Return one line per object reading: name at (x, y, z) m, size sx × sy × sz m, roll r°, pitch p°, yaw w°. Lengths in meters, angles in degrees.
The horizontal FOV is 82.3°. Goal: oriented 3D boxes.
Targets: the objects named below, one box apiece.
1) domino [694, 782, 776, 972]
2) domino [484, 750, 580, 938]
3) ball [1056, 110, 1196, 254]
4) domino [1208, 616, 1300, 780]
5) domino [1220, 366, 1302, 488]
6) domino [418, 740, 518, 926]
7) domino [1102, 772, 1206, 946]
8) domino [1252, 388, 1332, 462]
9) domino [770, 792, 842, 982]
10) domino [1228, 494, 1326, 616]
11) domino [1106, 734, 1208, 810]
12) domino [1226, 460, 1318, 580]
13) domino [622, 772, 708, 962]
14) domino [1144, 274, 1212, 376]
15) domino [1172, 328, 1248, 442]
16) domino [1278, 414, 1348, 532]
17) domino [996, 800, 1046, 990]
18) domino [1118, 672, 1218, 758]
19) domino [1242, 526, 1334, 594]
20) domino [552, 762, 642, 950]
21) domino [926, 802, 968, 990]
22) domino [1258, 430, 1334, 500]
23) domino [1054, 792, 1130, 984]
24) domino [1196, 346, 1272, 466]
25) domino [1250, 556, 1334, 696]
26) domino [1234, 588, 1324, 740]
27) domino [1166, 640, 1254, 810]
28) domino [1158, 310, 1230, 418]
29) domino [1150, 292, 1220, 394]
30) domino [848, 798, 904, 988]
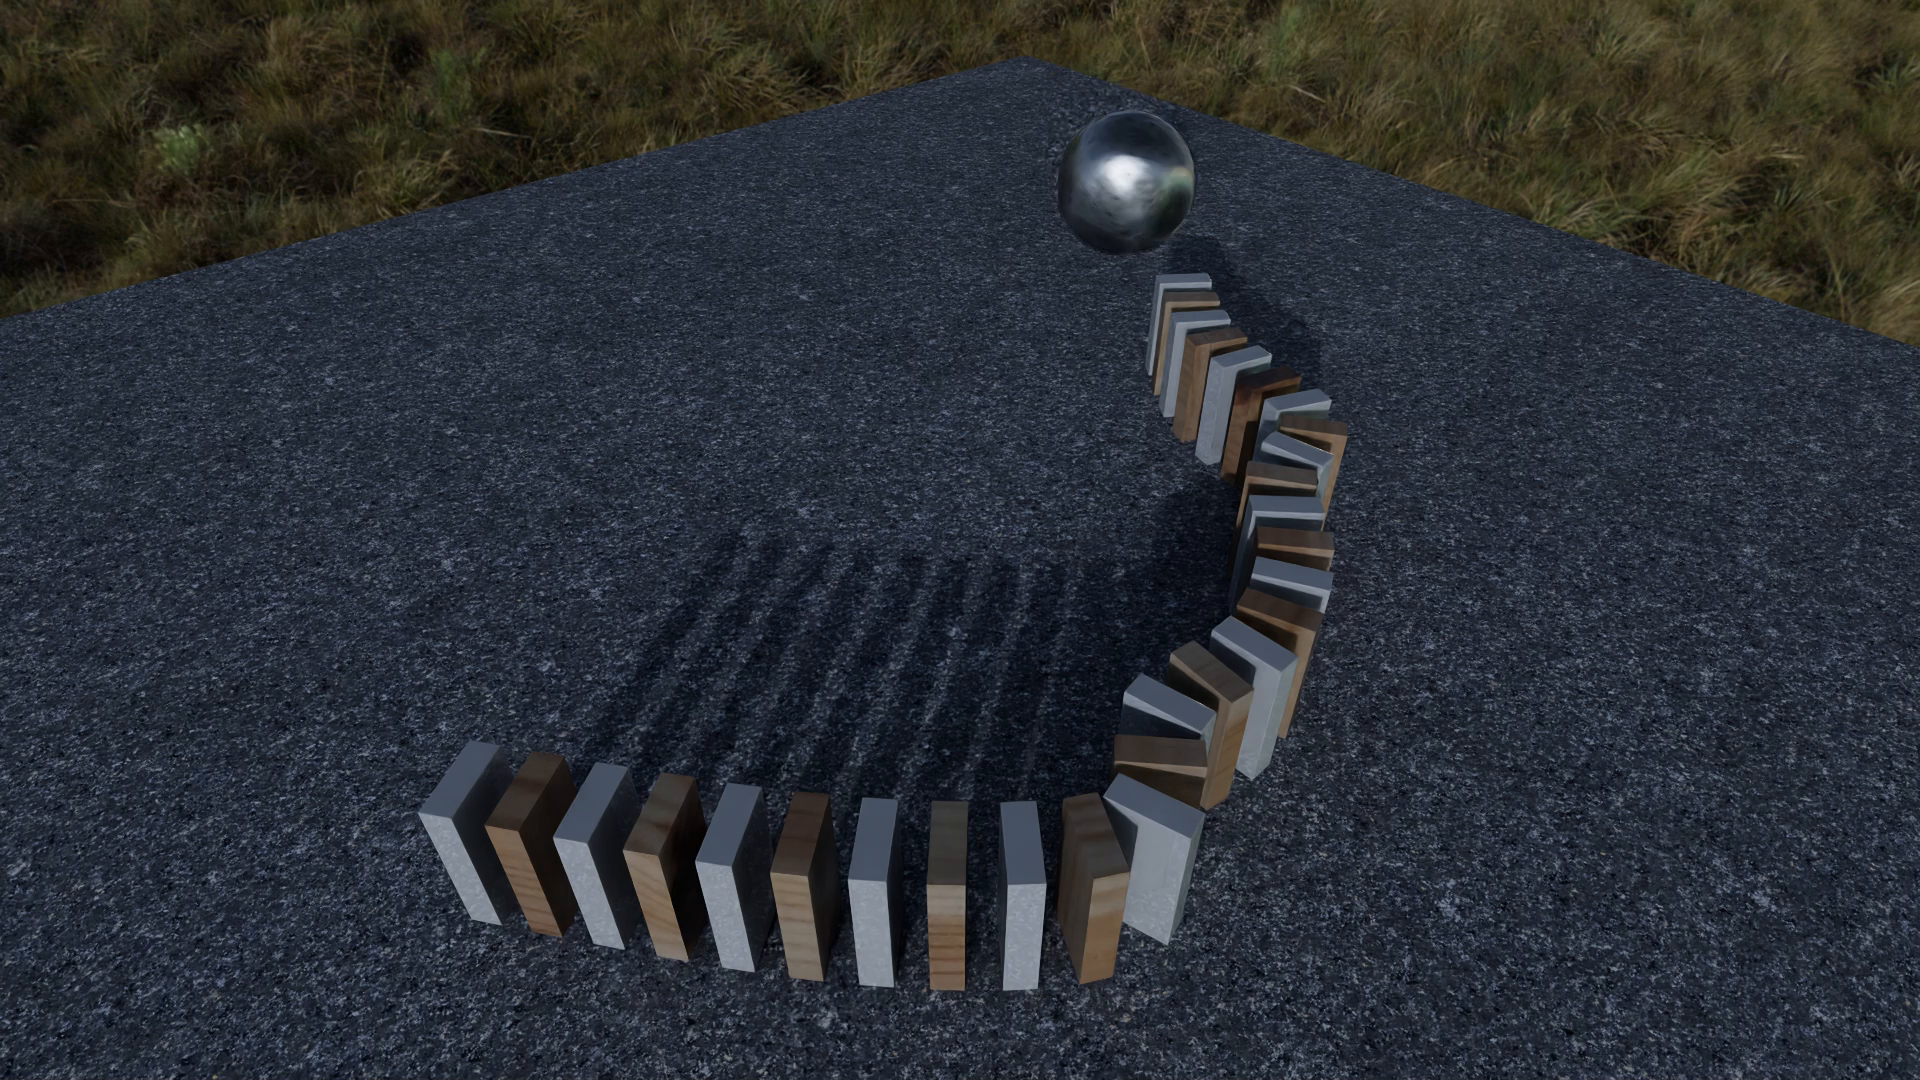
domino at (-0.059, 0.092, 0.299) m, size 0.009 × 0.050 × 0.025 m, roll 6°, pitch 40°, yaw 7°
domino at (-0.115, 0.085, 0.307) m, size 0.010 × 0.050 × 0.025 m, roll 7°, pitch 40°, yaw 9°
ball at (0.097, -0.208, 0.642) m, size 0.080 × 0.080 × 0.080 m, roll 0°, pitch 39°, yaw 0°
domino at (0.090, 0.051, 0.350) m, size 0.009 × 0.050 × 0.025 m, roll -31°, pitch 48°, yaw -32°
domino at (0.128, -0.048, 0.470) m, size 0.025 × 0.050 × 0.009 m, roll -17°, pitch 42°, yaw -20°
domino at (-0.134, 0.083, 0.310) m, size 0.009 × 0.050 × 0.025 m, roll 7°, pitch 40°, yaw 9°
domino at (0.051, 0.089, 0.303) m, size 0.025 × 0.050 × 0.009 m, roll 22°, pitch 44°, yaw 25°
domino at (0.136, -0.037, 0.457) m, size 0.025 × 0.050 × 0.009 m, roll -12°, pitch 41°, yaw -15°
domino at (-0.041, 0.094, 0.297) m, size 0.010 × 0.050 × 0.025 m, roll 5°, pitch 40°, yaw 6°
domino at (0.115, 0.007, 0.403) m, size 0.025 × 0.050 × 0.010 m, roll 2°, pitch 39°, yaw 3°
domino at (0.055, 0.077, 0.317) m, size 0.025 × 0.050 × 0.009 m, roll 3°, pitch 39°, yaw 4°
domino at (0.118, -0.005, 0.418) m, size 0.025 × 0.050 × 0.010 m, roll 10°, pitch 40°, yaw 12°
domino at (-0.078, 0.090, 0.301) m, size 0.009 × 0.050 × 0.025 m, roll 7°, pitch 40°, yaw 8°
domino at (0.107, -0.105, 0.540) m, size 0.025 × 0.050 × 0.009 m, roll -3°, pitch 39°, yaw -3°
domino at (0.112, -0.070, 0.497) m, size 0.025 × 0.050 × 0.009 m, roll -12°, pitch 41°, yaw -14°
domino at (0.137, -0.025, 0.442) m, size 0.025 × 0.050 × 0.009 m, roll 10°, pitch 40°, yaw 11°
domino at (0.016, 0.096, 0.295) m, size 0.009 × 0.050 × 0.025 m, roll -2°, pitch 39°, yaw -2°
domino at (0.060, 0.066, 0.331) m, size 0.025 × 0.050 × 0.009 m, roll 26°, pitch 46°, yaw 28°
domino at (0.114, 0.019, 0.389) m, size 0.025 × 0.050 × 0.010 m, roll 5°, pitch 40°, yaw 6°
domino at (-0.097, 0.088, 0.304) m, size 0.010 × 0.050 × 0.025 m, roll 7°, pitch 40°, yaw 9°
domino at (-0.003, 0.096, 0.294) m, size 0.009 × 0.050 × 0.025 m, roll 1°, pitch 39°, yaw 1°
domino at (0.127, -0.015, 0.430) m, size 0.025 × 0.050 × 0.010 m, roll 29°, pitch 47°, yaw 30°
domino at (0.035, 0.094, 0.296) m, size 0.010 × 0.050 × 0.025 m, roll -8°, pitch 40°, yaw -10°
domino at (0.120, -0.059, 0.483) m, size 0.025 × 0.050 × 0.010 m, roll -17°, pitch 42°, yaw -20°
domino at (0.109, 0.030, 0.375) m, size 0.025 × 0.050 × 0.009 m, roll 13°, pitch 41°, yaw 16°
domino at (0.101, 0.041, 0.361) m, size 0.025 × 0.050 × 0.009 m, roll 20°, pitch 43°, yaw 23°
domino at (0.075, 0.058, 0.341) m, size 0.010 × 0.050 × 0.025 m, roll -24°, pitch 45°, yaw -26°
domino at (0.108, -0.082, 0.511) m, size 0.025 × 0.050 × 0.010 m, roll -4°, pitch 40°, yaw -5°
domino at (0.107, -0.093, 0.526) m, size 0.025 × 0.050 × 0.009 m, roll -1°, pitch 39°, yaw -1°
domino at (-0.022, 0.095, 0.295) m, size 0.009 × 0.050 × 0.025 m, roll 3°, pitch 39°, yaw 3°
